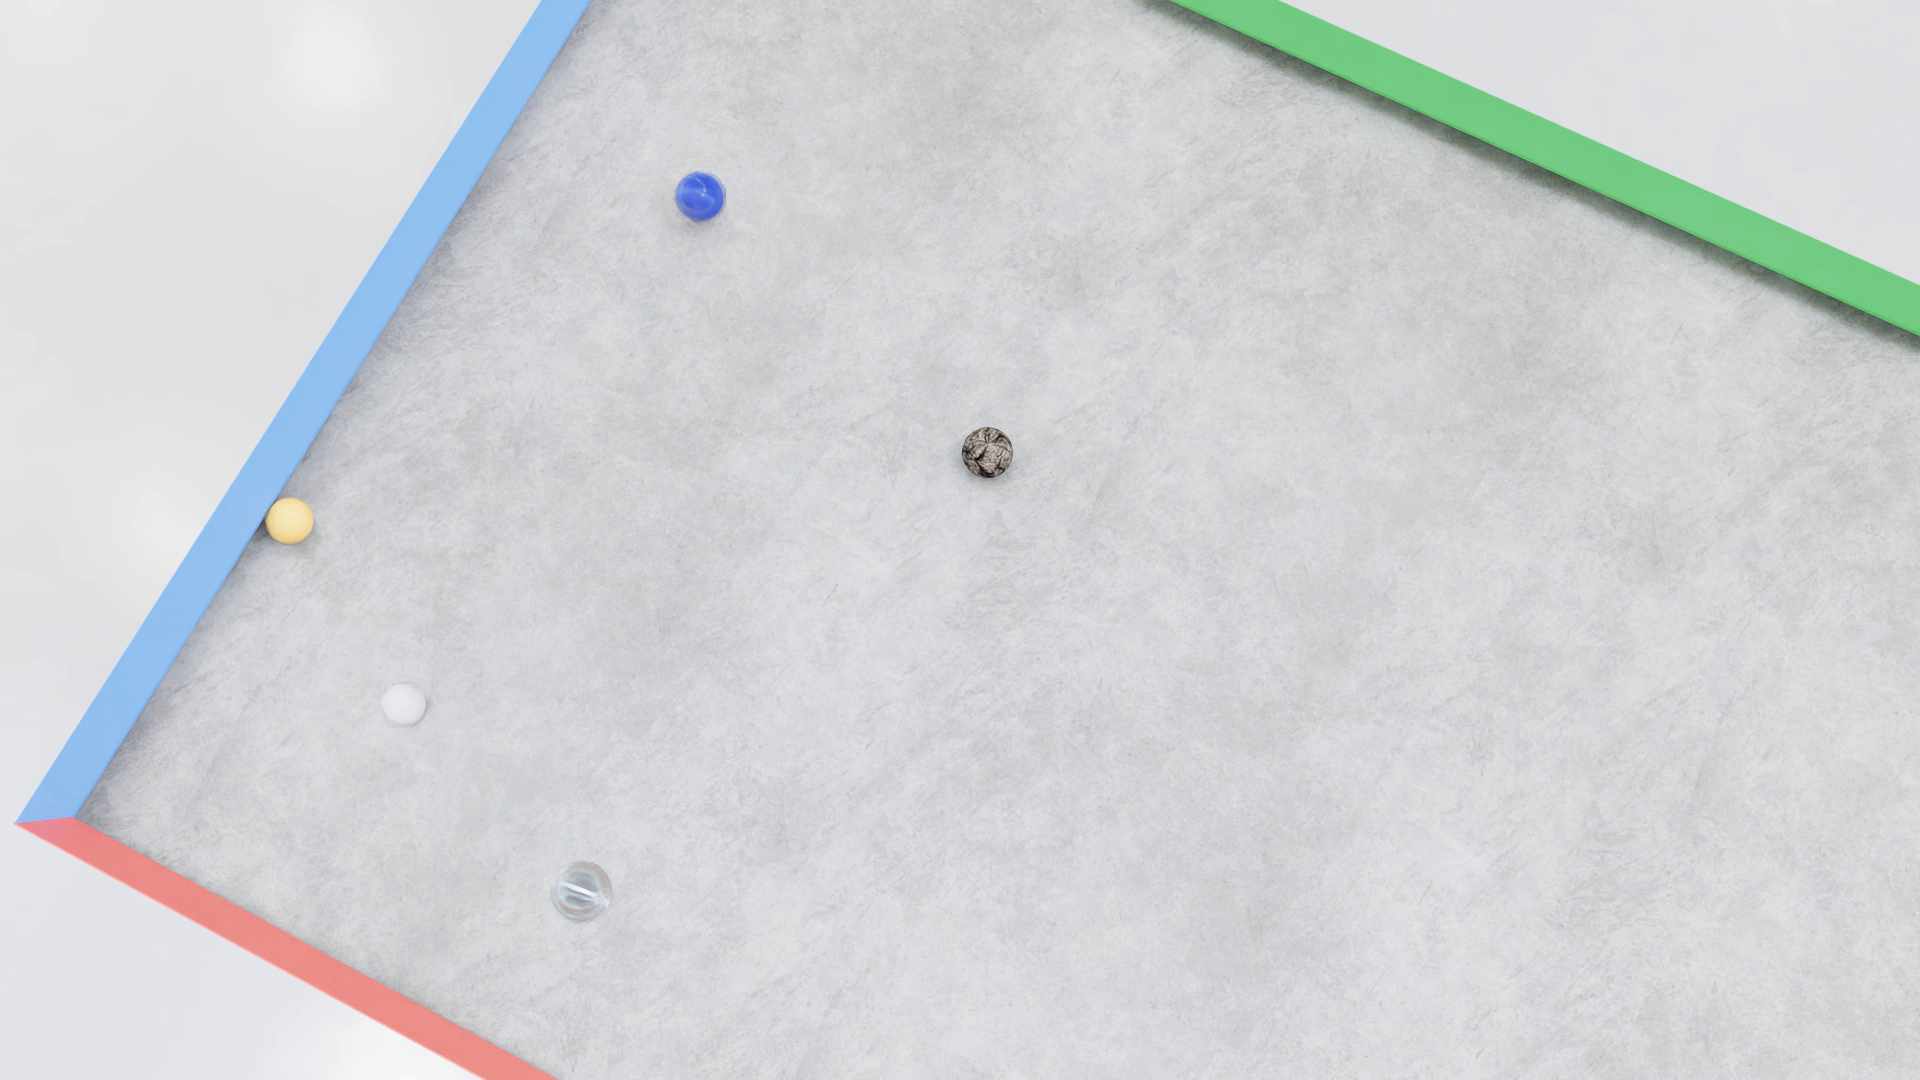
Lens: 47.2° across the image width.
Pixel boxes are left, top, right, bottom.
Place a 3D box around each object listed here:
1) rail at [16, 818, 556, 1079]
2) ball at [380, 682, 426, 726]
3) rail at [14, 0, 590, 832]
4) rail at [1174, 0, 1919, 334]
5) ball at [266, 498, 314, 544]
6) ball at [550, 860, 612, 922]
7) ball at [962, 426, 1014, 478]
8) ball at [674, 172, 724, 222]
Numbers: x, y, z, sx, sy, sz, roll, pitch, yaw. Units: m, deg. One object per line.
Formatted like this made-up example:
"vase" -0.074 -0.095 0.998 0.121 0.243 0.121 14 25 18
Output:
"rail" 0.440 1.285 2.963 4.028 0.119 0.045 26 75 8
"ball" -0.837 0.247 3.305 0.066 0.066 0.066 0 73 0
"rail" -0.875 -0.436 3.483 0.045 0.119 2.049 26 75 8
"rail" 1.353 -0.421 3.478 4.028 0.119 0.045 26 75 8
"ball" -1.033 -0.029 3.387 0.070 0.070 0.070 0 73 0
"ball" -0.554 0.513 3.213 0.089 0.089 0.089 0 73 0
"ball" 0.043 -0.136 3.414 0.080 0.080 0.080 0 73 0
"ball" -0.420 -0.552 3.540 0.079 0.079 0.079 0 73 0
